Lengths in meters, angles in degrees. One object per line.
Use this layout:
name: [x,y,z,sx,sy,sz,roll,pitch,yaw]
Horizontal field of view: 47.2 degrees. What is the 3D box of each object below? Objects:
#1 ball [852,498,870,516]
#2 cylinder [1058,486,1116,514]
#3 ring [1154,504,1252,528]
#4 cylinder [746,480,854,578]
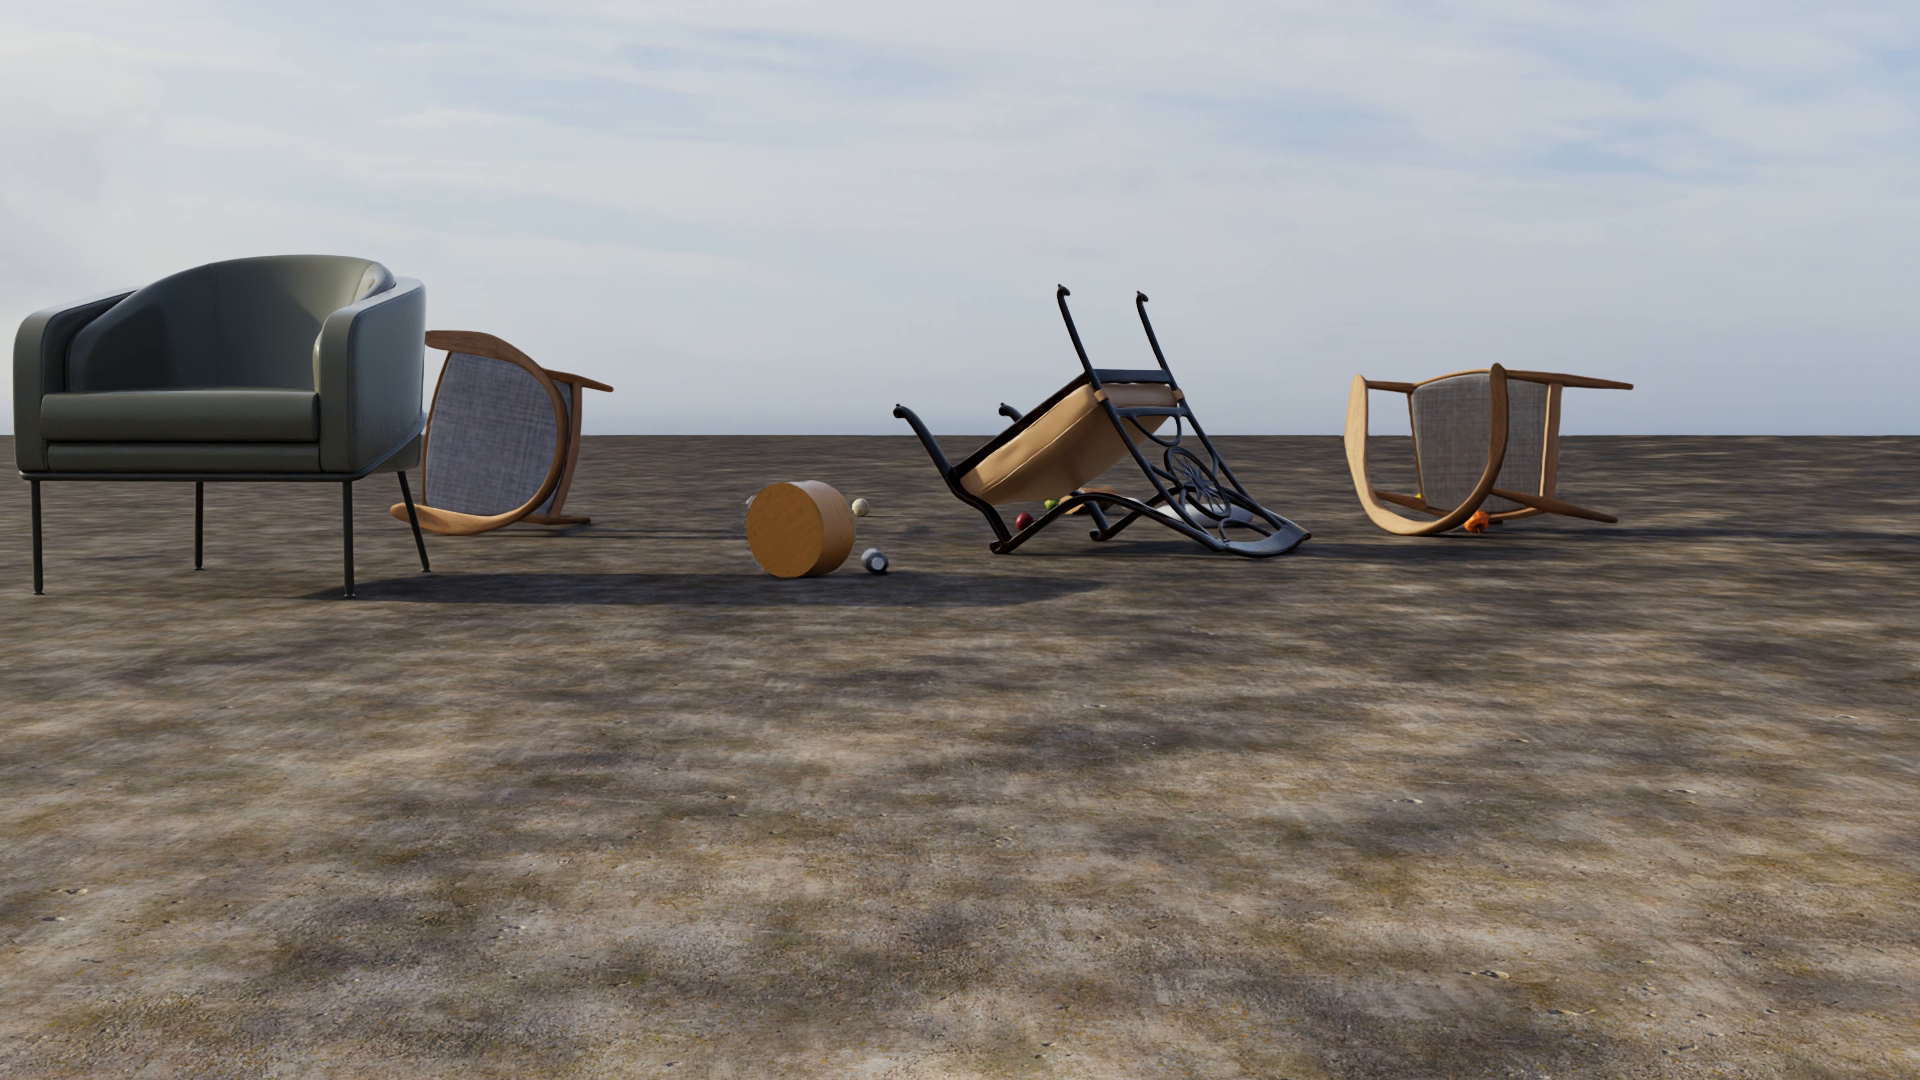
ball: [-0.349,-0.115,7.756,0.063,0.063,0.063,0,4,0]
cylinder: [0.460,-0.143,7.928,0.163,0.081,0.142,-4,-20,-43]
ring: [0.797,-0.079,7.192,0.322,0.072,0.234,0,3,-2]
cylinder: [-0.383,-0.027,5.285,0.221,0.230,0.133,-38,-15,26]
